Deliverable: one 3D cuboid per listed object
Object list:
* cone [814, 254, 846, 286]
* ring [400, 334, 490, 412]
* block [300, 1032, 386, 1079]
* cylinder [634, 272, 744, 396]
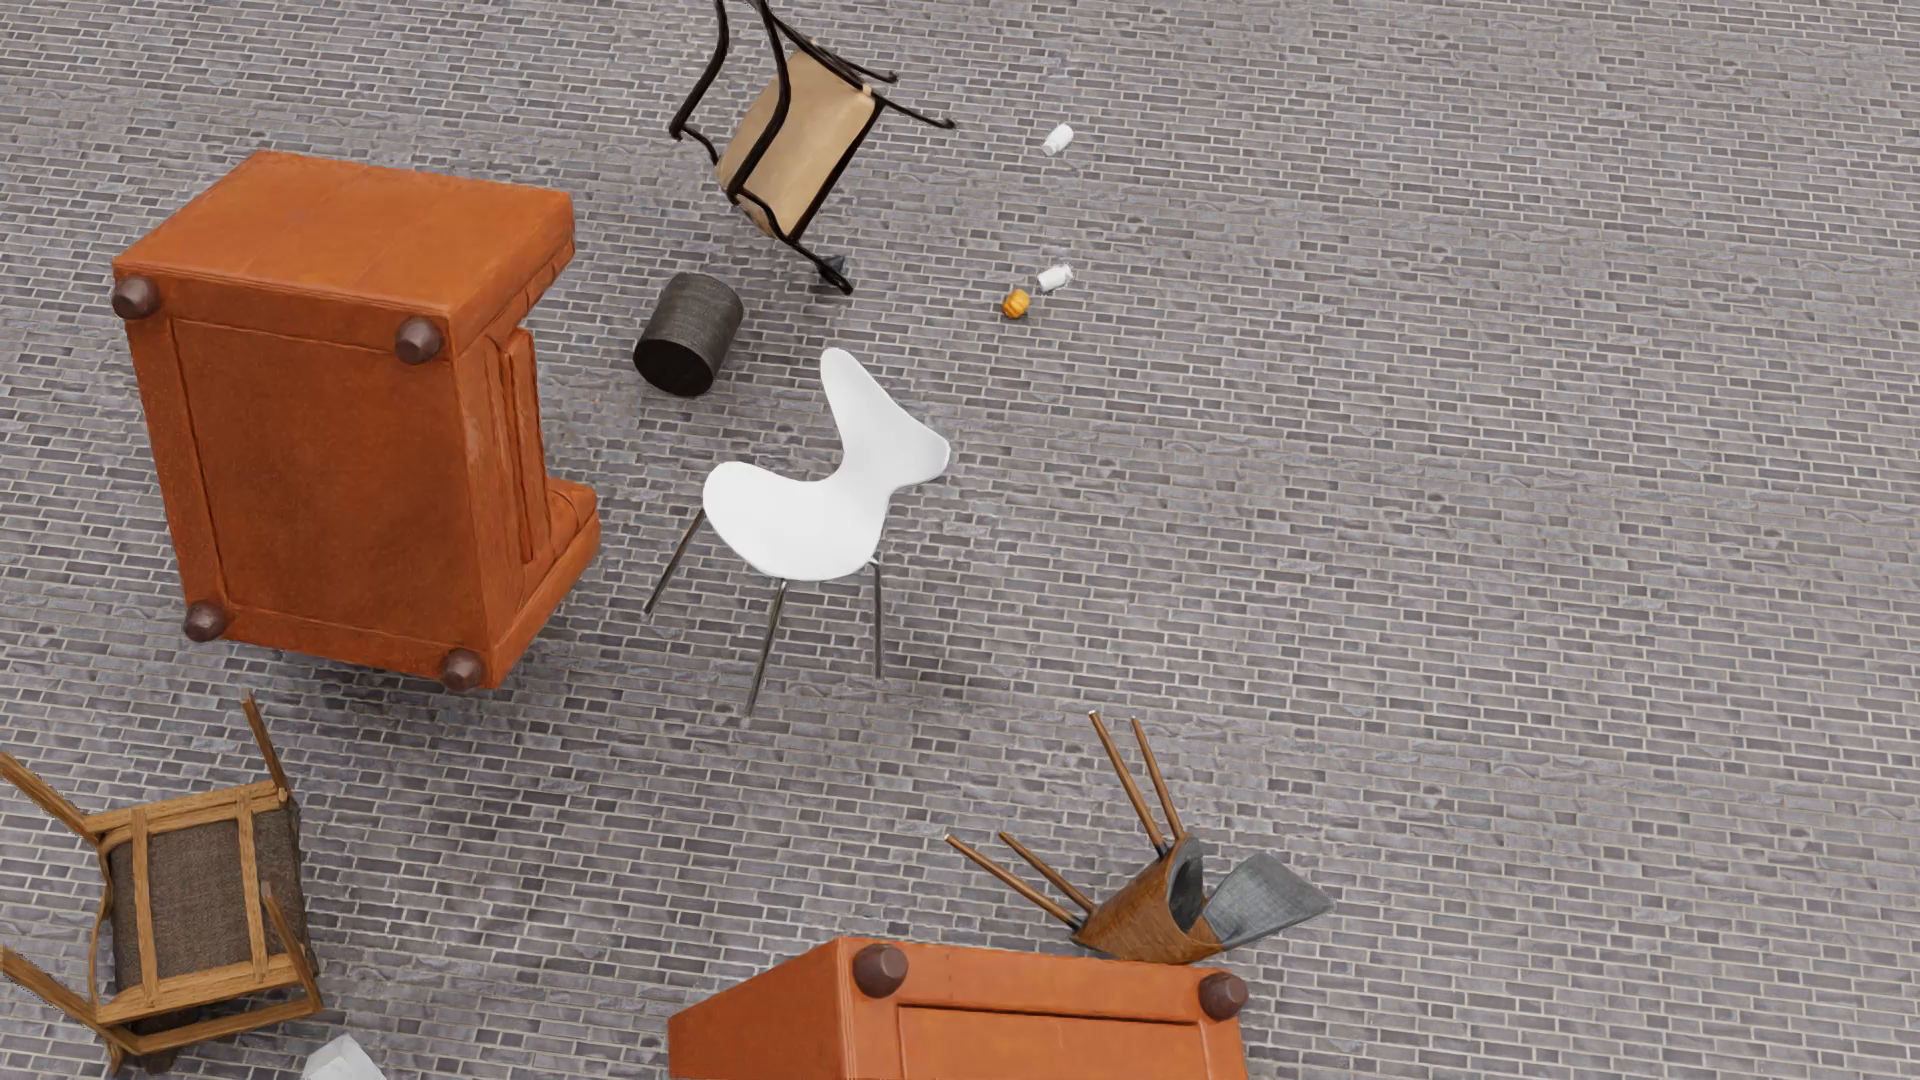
[{"bbox_3d":[-0.400,-0.891,7.098,0.092,0.110,0.093,-47,36,-17],"label":"cone"},{"bbox_3d":[-1.503,-0.488,6.405,0.341,0.040,0.289,-39,24,1],"label":"ring"},{"bbox_3d":[-1.546,1.356,5.519,0.120,0.165,0.129,-33,17,2],"label":"block"},{"bbox_3d":[-0.843,-0.638,6.840,0.256,0.276,0.278,33,56,-19],"label":"cylinder"}]
